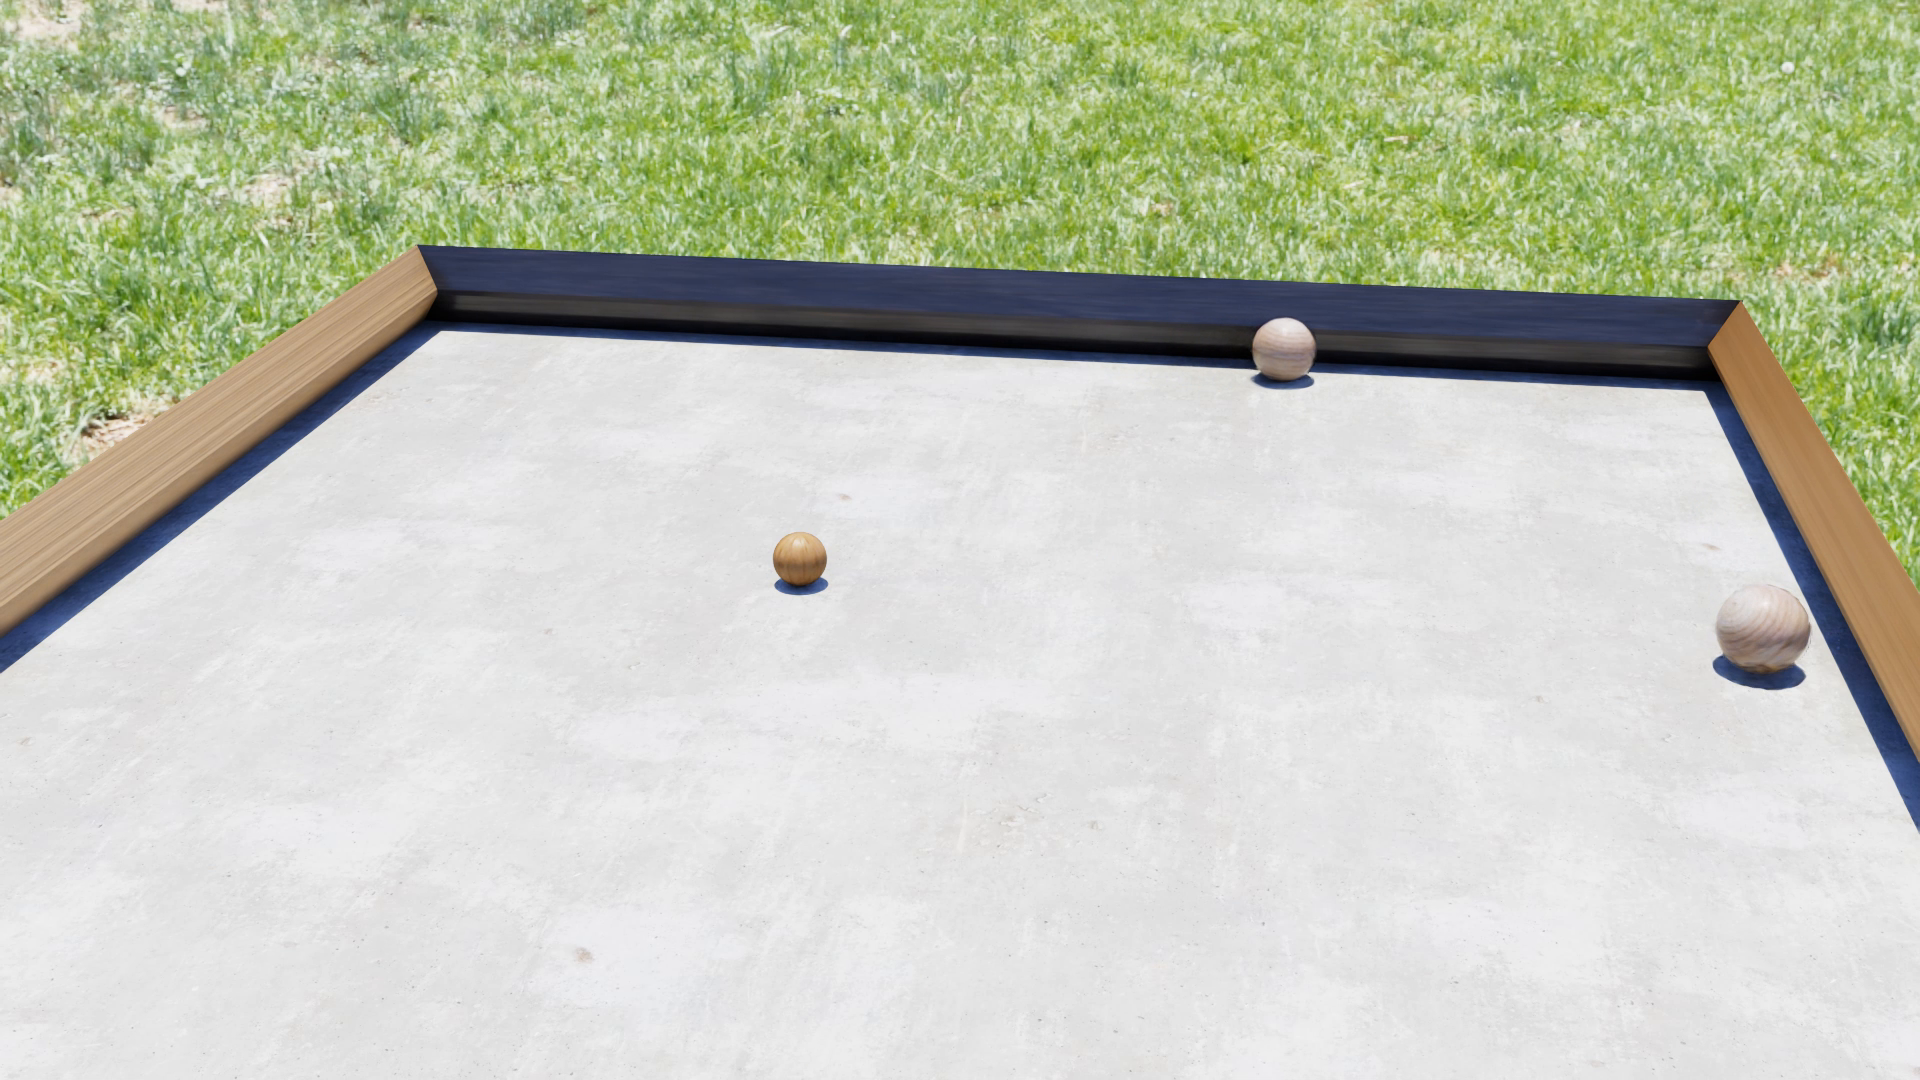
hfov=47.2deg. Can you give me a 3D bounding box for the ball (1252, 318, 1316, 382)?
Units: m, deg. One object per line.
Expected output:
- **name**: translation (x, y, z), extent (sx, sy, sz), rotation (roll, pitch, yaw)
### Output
- **ball**: translation (0.446, -0.263, 3.030), extent (0.087, 0.087, 0.087), rotation (0, 22, 0)

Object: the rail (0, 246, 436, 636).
- **rail**: translation (-1.042, 0.234, 1.785), extent (0.045, 0.115, 3.288), rotation (3, 23, 8)

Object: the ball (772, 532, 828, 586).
- **ball**: translation (-0.173, 0.020, 2.380), extent (0.059, 0.059, 0.059), rotation (0, 22, 0)

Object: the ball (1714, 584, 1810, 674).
- **ball**: translation (0.794, 0.088, 2.177), extent (0.089, 0.089, 0.089), rotation (0, 22, 0)

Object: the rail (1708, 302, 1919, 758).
- **rail**: translation (0.785, 0.344, 1.518), extent (0.045, 0.115, 3.288), rotation (3, 23, 8)

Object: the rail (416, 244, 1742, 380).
- **rail**: translation (0.125, -0.320, 3.132), extent (1.897, 0.115, 0.045), rotation (3, 23, 8)
